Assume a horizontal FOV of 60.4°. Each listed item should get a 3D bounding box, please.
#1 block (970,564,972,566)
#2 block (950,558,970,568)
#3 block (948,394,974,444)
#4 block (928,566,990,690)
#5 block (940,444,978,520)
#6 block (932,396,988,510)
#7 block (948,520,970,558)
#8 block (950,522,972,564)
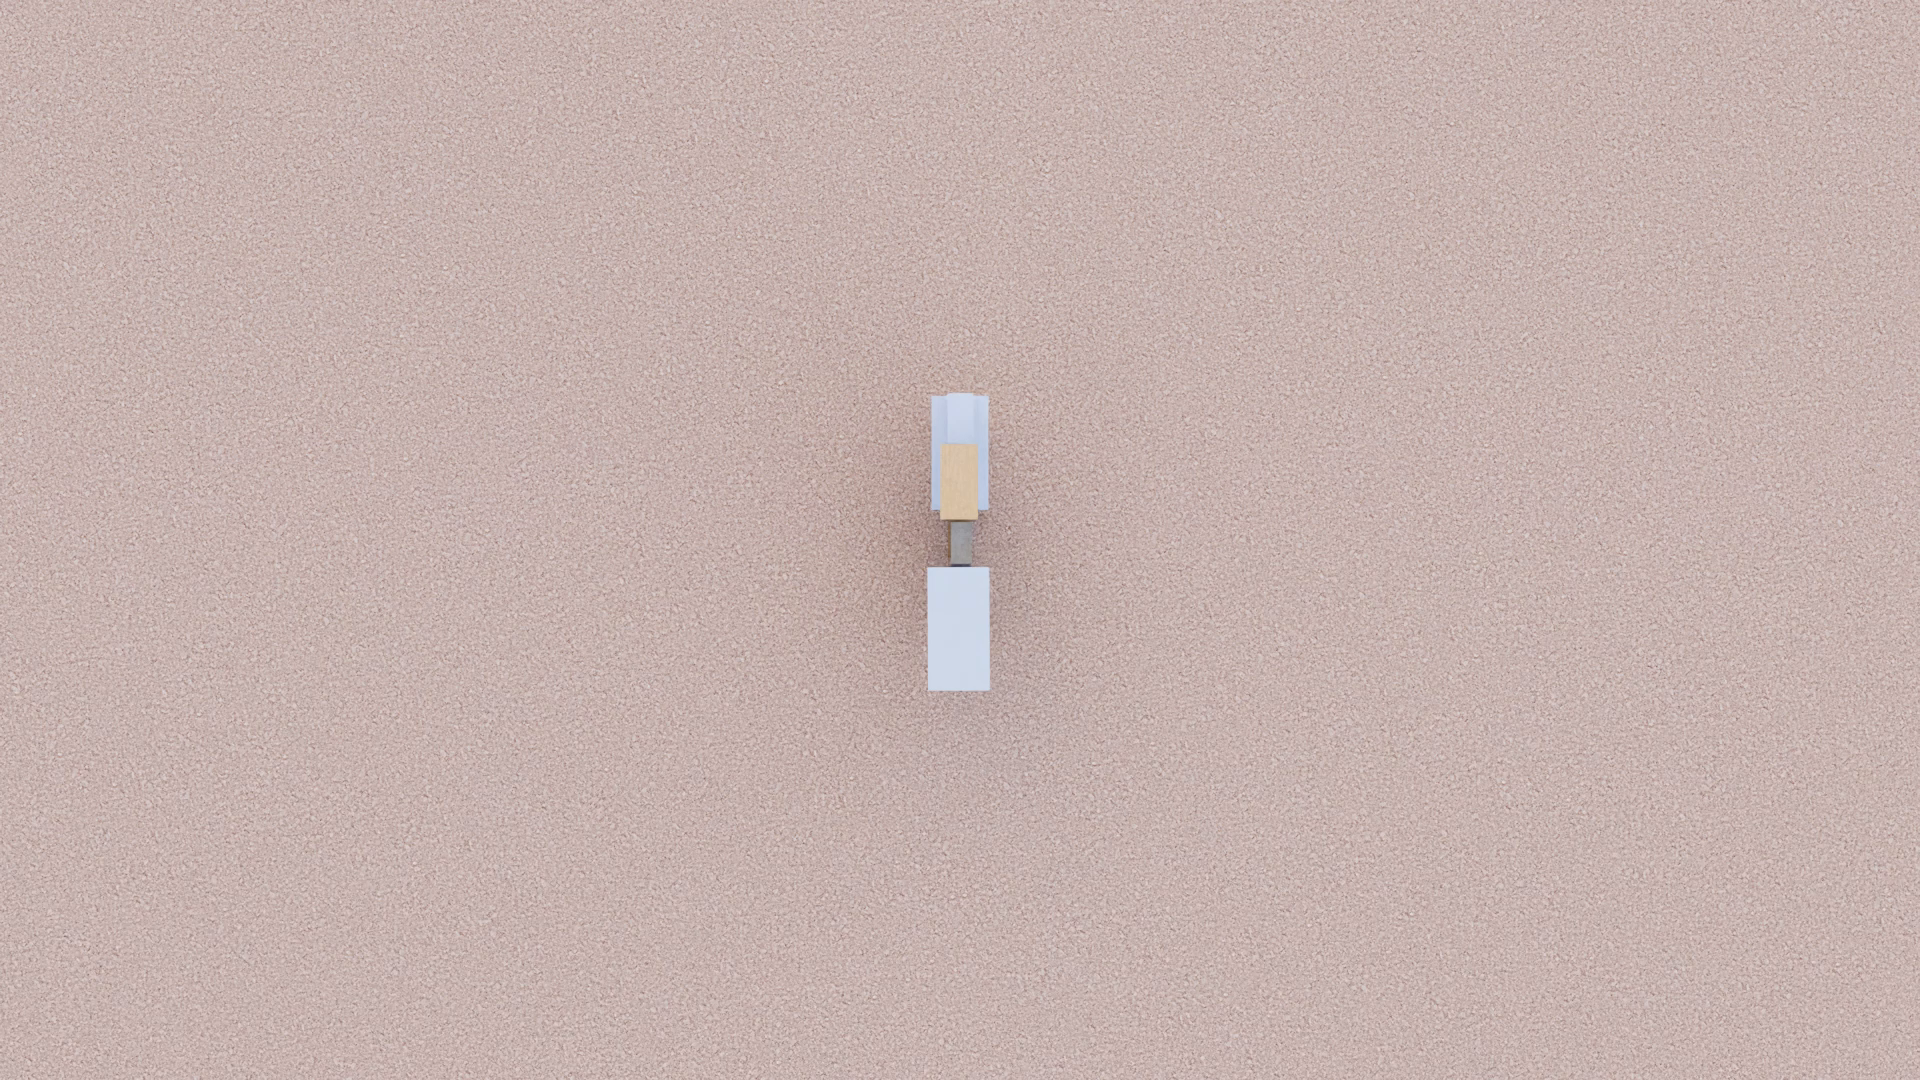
[{"bbox_3d":[0.004,0.084,5.436,0.064,0.129,0.018,0,90,0],"label":"block"},{"bbox_3d":[0.002,0.126,5.362,0.064,0.018,0.129,0,90,0],"label":"block"},{"bbox_3d":[0.001,-0.363,4.935,0.076,0.022,0.152,0,90,0],"label":"block"},{"bbox_3d":[-0.004,0.259,4.831,0.180,0.051,0.359,0,90,0],"label":"block"},{"bbox_3d":[-0.002,-0.171,4.862,0.110,0.031,0.221,0,90,0],"label":"block"},{"bbox_3d":[0.000,-0.269,5.123,0.176,0.050,0.352,0,90,0],"label":"block"},{"bbox_3d":[-0.003,-0.016,5.344,0.073,0.021,0.146,0,90,0],"label":"block"},{"bbox_3d":[0.004,0.009,5.194,0.065,0.018,0.131,0,90,0],"label":"block"}]
